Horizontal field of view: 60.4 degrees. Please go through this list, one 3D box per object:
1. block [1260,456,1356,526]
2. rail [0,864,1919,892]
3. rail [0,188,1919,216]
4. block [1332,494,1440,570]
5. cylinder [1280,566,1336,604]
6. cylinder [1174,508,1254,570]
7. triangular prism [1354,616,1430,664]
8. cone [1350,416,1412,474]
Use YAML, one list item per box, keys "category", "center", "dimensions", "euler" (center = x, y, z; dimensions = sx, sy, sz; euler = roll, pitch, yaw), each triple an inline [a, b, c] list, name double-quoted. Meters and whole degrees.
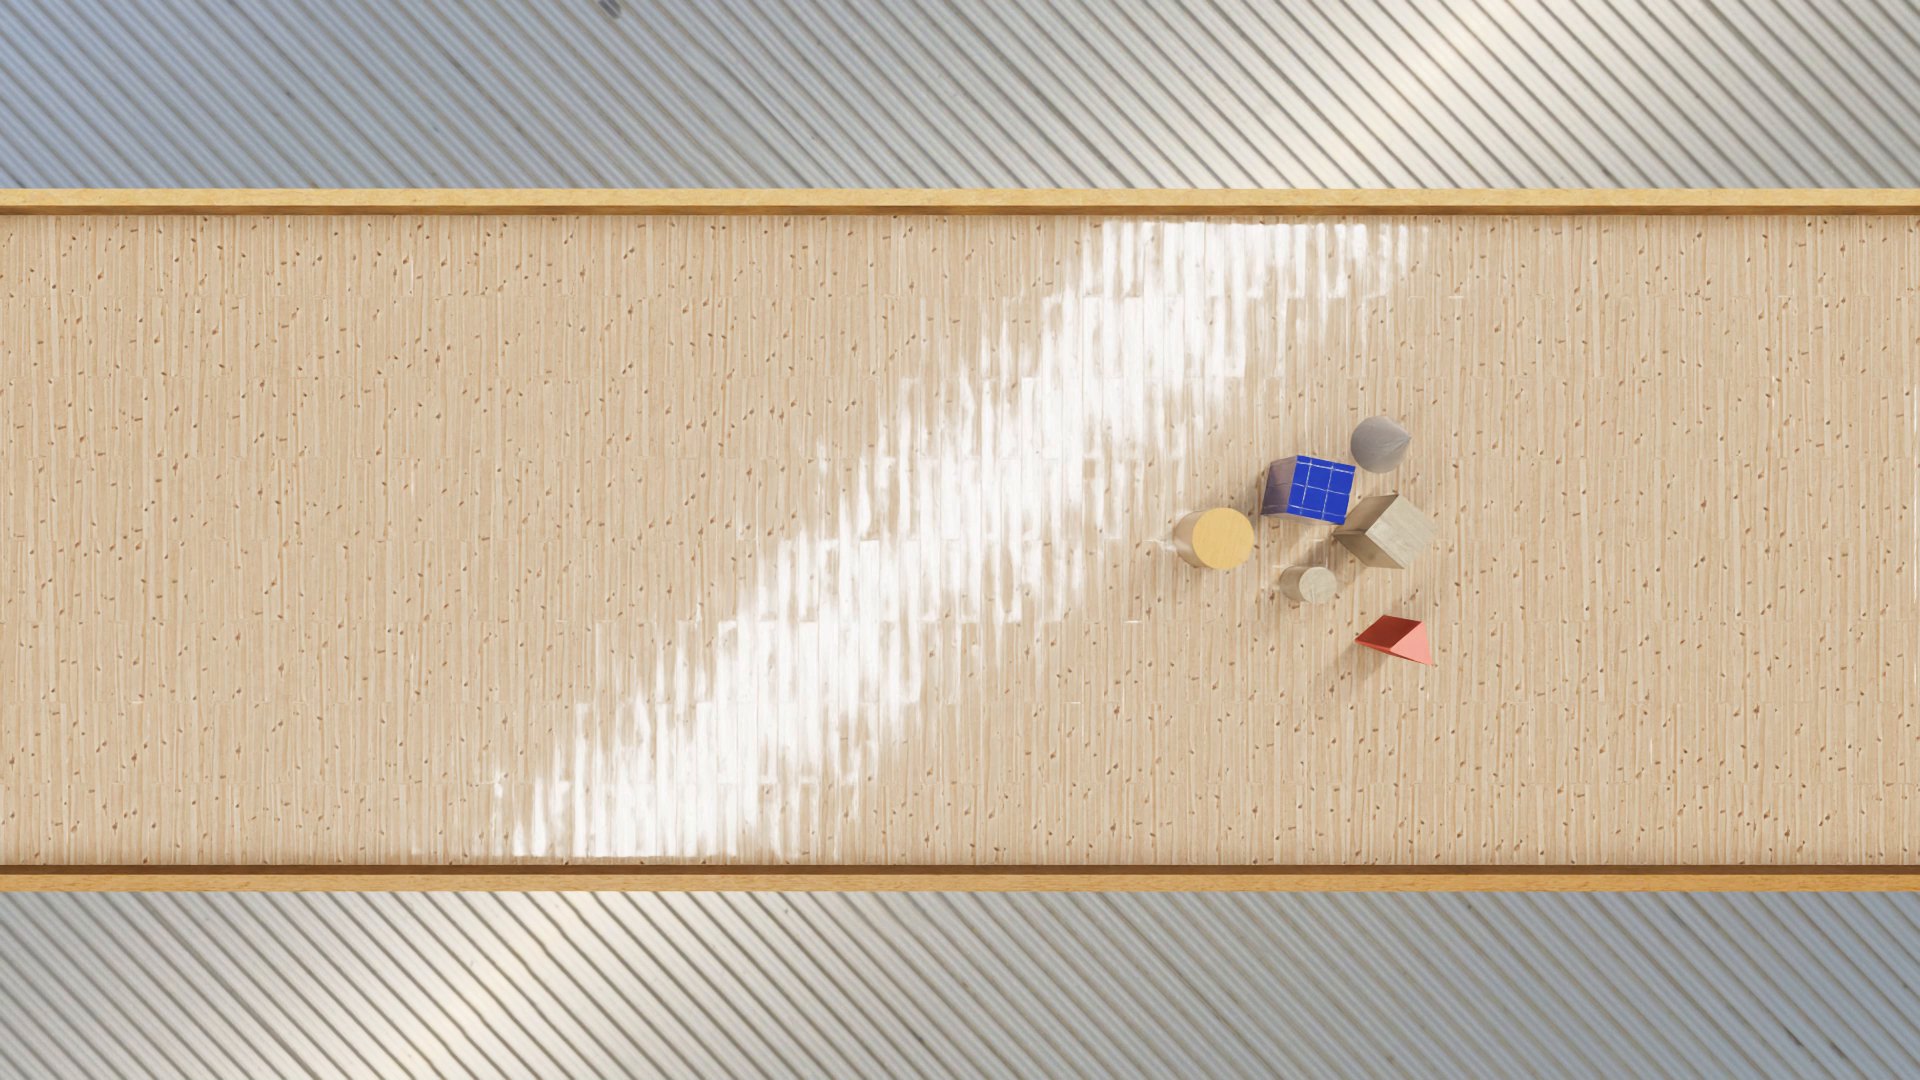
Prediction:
- category: "block"
  center: [1.023, -0.142, 4.874]
  dimensions: [0.167, 0.406, 0.167]
  euler: [11, 90, 0]
- category: "rail"
  center: [-2.247, 1.025, 5.001]
  dimensions: [12.000, 0.150, 0.050]
  euler: [0, 90, 0]
- category: "rail"
  center: [-2.247, -1.025, 5.002]
  dimensions: [12.000, 0.150, 0.050]
  euler: [0, 90, 0]
- category: "block"
  center: [1.248, -0.024, 4.863]
  dimensions: [0.150, 0.428, 0.150]
  euler: [42, 90, 0]
- category: "cylinder"
  center: [1.036, 0.131, 4.925]
  dimensions: [0.108, 0.303, 0.108]
  euler: [0, 90, 0]
- category: "cylinder"
  center: [0.745, -0.004, 4.874]
  dimensions: [0.176, 0.405, 0.176]
  euler: [0, 90, 0]
- category: "triangular prism"
  center: [1.290, 0.281, 4.866]
  dimensions: [0.123, 0.421, 0.107]
  euler: [20, 90, 0]
- category: "cone"
  center: [1.291, -0.294, 4.894]
  dimensions: [0.179, 0.365, 0.179]
  euler: [0, 90, 0]
